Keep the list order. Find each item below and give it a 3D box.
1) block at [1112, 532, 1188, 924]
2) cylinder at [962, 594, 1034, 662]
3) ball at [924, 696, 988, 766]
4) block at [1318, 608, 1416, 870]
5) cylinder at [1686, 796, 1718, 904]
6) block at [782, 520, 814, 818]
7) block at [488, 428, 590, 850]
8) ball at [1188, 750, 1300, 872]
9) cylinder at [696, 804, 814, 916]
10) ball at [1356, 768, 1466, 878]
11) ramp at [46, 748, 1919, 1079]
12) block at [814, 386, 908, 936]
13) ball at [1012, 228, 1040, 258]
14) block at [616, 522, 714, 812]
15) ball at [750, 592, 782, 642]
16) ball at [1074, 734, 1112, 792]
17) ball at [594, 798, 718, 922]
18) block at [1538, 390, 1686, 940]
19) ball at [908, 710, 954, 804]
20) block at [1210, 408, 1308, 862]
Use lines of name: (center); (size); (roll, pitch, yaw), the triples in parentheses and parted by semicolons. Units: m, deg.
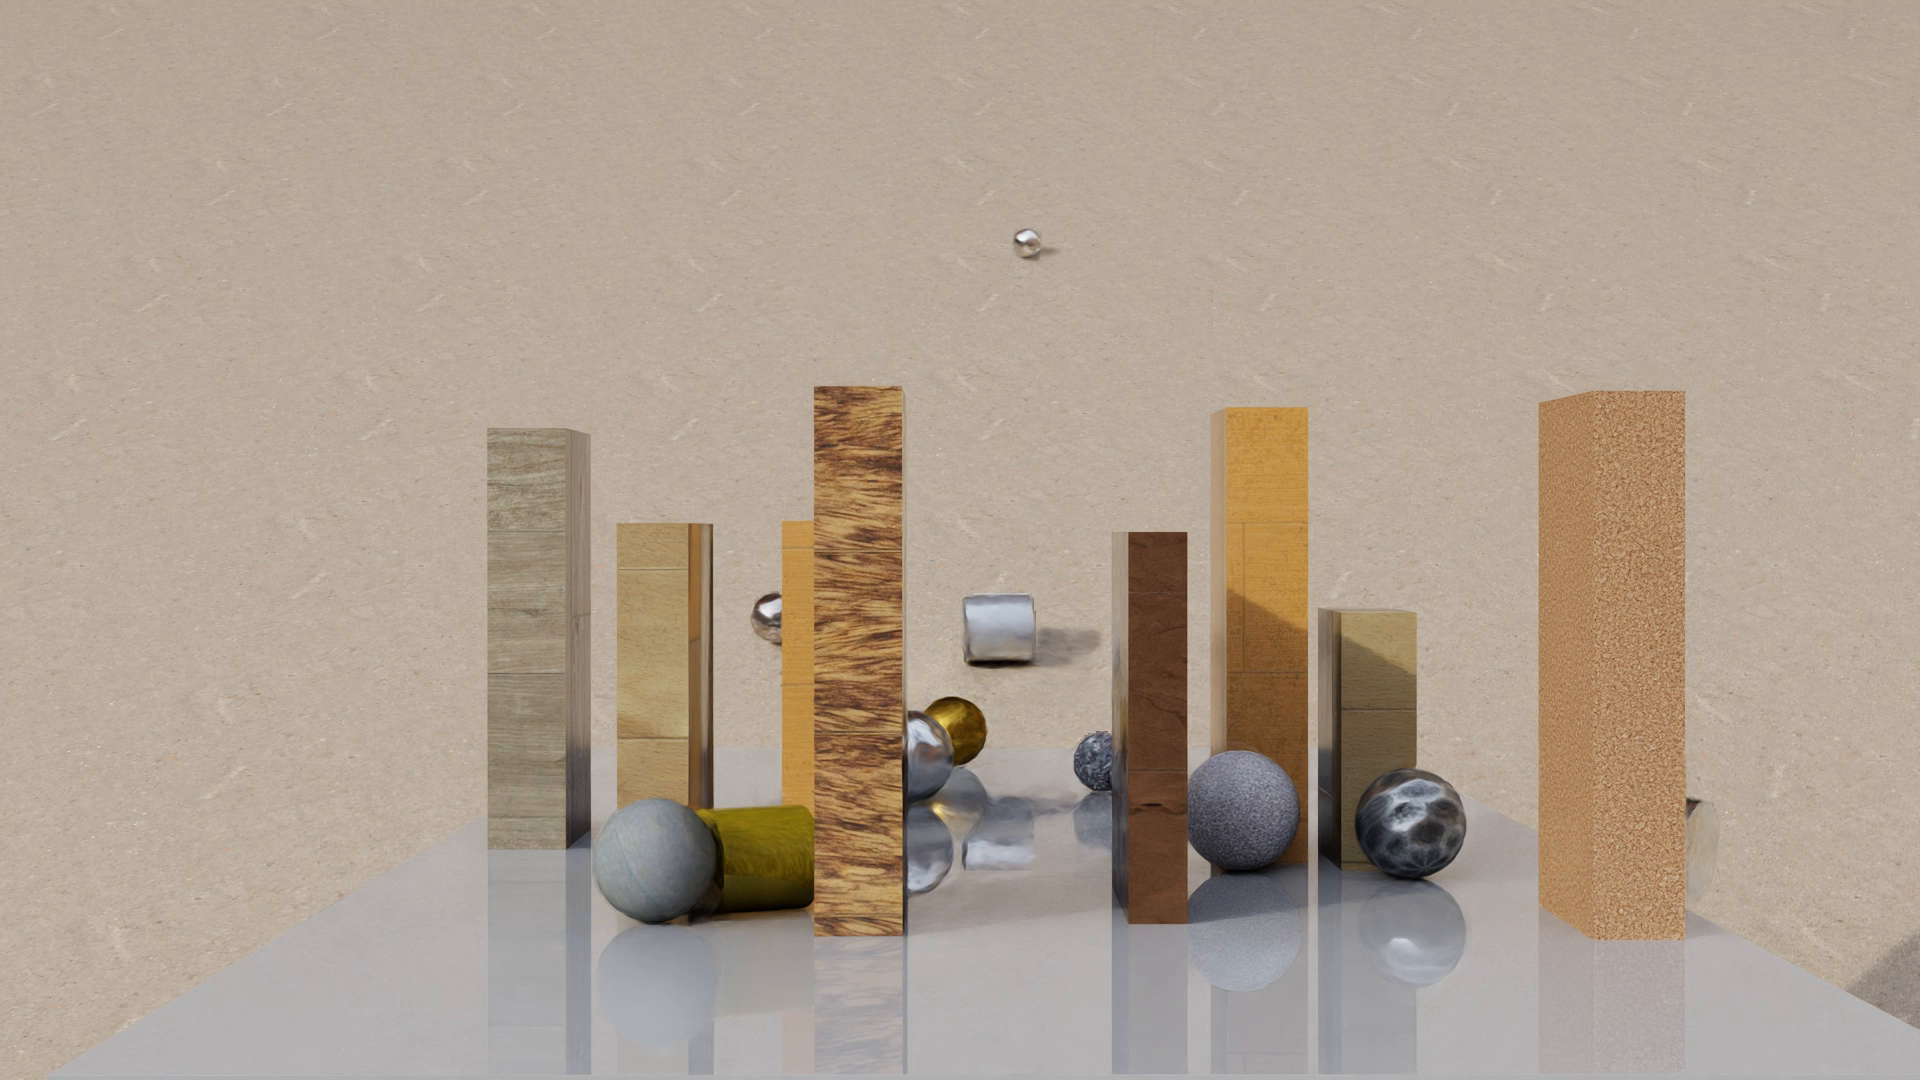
block: (0.279, 0.265, 3.852); (0.084, 0.554, 0.397); (0, 0, 0)
cylinder: (0.103, 0.243, 7.143); (0.182, 0.182, 0.182); (-1, 29, -5)
ball: (-0.018, 0.453, 6.124); (0.164, 0.164, 0.164); (0, 29, 0)
block: (0.685, 0.329, 4.366); (0.123, 0.422, 0.274); (0, 0, 0)
cylinder: (1.328, 0.586, 4.996); (0.202, 0.202, 0.202); (7, 28, 35)
block: (-0.273, 0.252, 4.858); (0.103, 0.574, 0.283); (0, 0, 0)
block: (-0.757, 0.172, 4.670); (0.136, 0.736, 0.311); (0, 0, 0)
ball: (0.458, 0.442, 4.232); (0.197, 0.197, 0.197); (0, 29, 0)
cylinder: (-0.303, 0.467, 3.783); (0.153, 0.153, 0.153); (0, 26, -28)
ball: (0.722, 0.453, 4.141); (0.176, 0.176, 0.176); (0, 29, 0)
ramp: (0.066, 0.590, 4.642); (2.000, 0.100, 4.000); (0, 0, 0)
block: (-0.140, 0.166, 3.717); (0.121, 0.754, 0.348); (0, 0, 0)
ball: (0.247, -1.104, 9.611); (0.107, 0.107, 0.107); (0, 29, 0)
block: (-0.454, 0.258, 4.012); (0.105, 0.568, 0.391); (0, 0, 0)
ball: (-0.516, 0.218, 7.236); (0.140, 0.140, 0.140); (0, 29, 0)
ball: (0.304, 0.475, 5.523); (0.124, 0.124, 0.124); (0, 29, 0)
ball: (-0.433, 0.456, 3.678); (0.175, 0.175, 0.175); (0, 29, 0)
block: (0.922, 0.170, 3.677); (0.124, 0.745, 0.332); (0, 0, 0)
ball: (-0.108, 0.442, 5.279); (0.192, 0.192, 0.192); (0, 29, 0)
block: (0.514, 0.159, 4.467); (0.136, 0.763, 0.275); (0, 0, 0)
